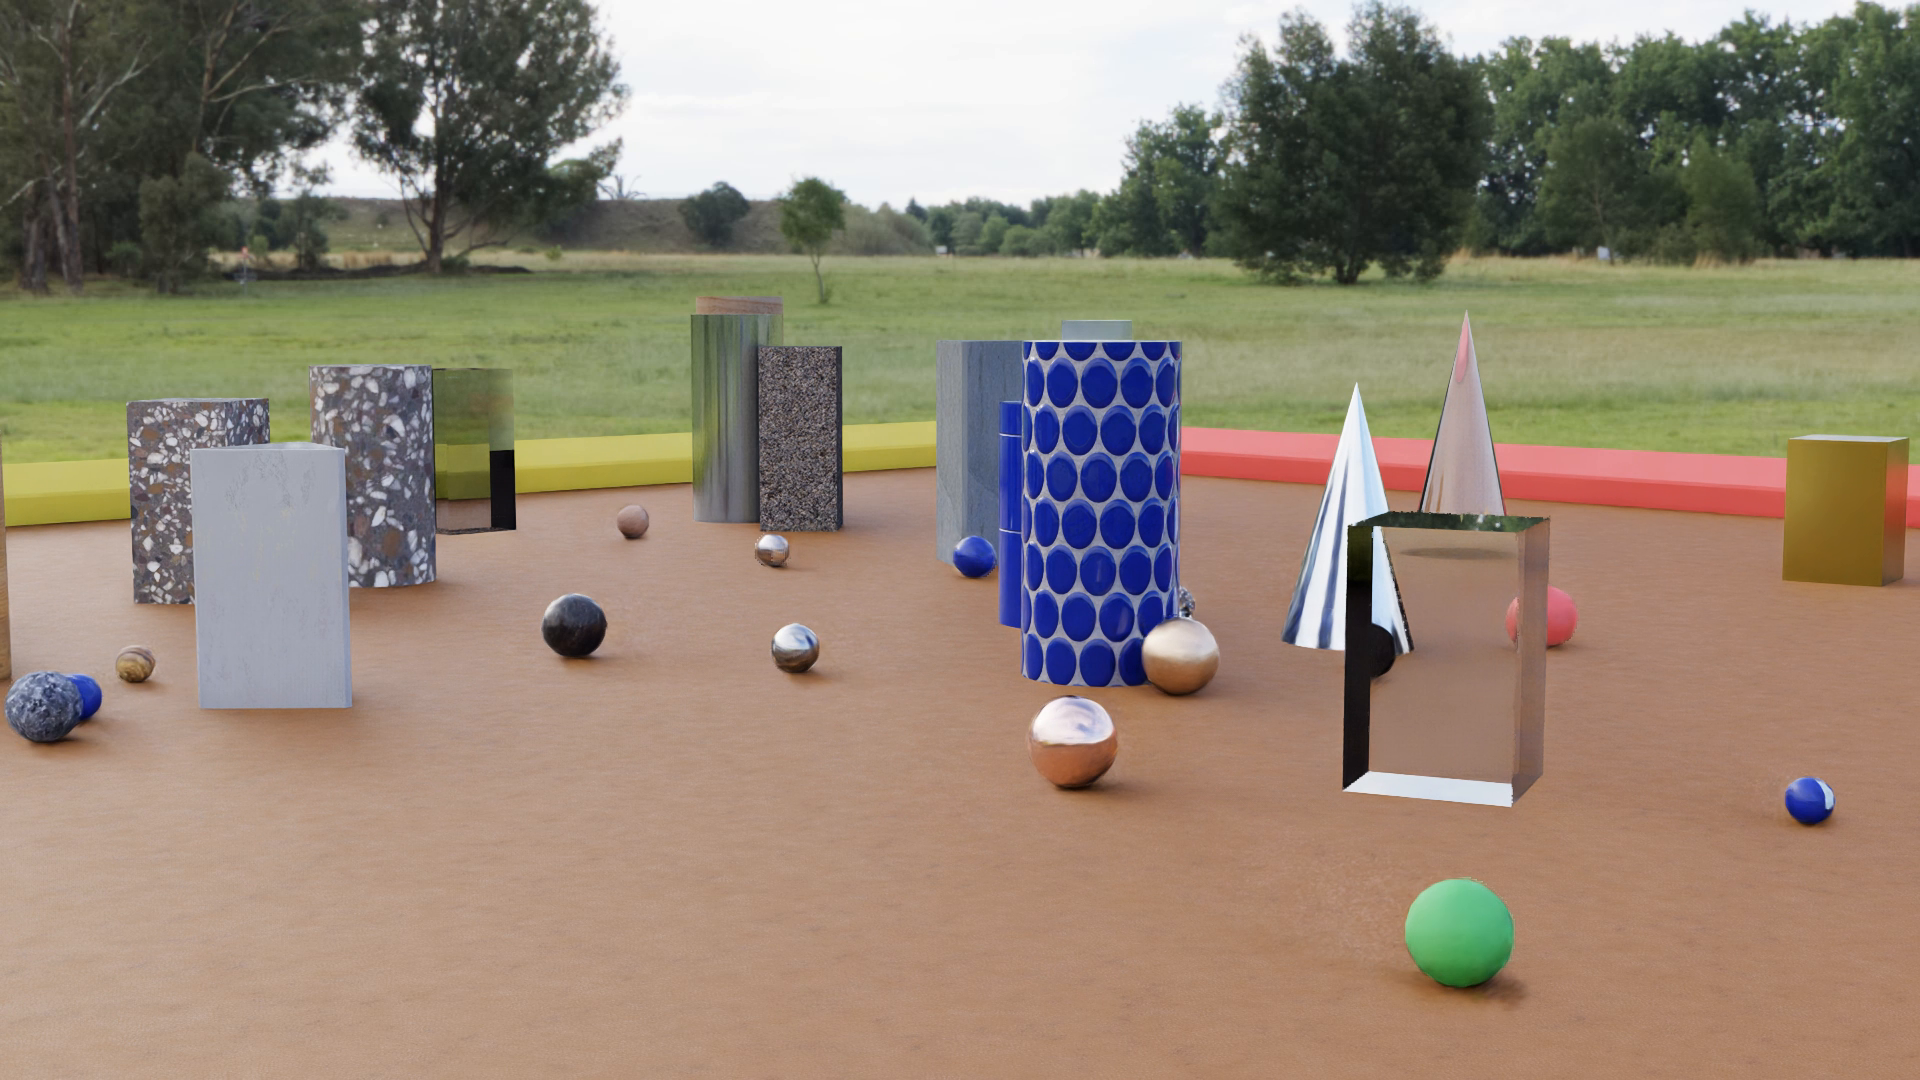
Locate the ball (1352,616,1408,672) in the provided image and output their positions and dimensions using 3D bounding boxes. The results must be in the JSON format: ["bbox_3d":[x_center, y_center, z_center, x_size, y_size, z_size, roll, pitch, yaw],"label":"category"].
[{"bbox_3d":[0.518,0.128,2.709,0.068,0.068,0.068,0,6,0],"label":"ball"}]

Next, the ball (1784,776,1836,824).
[{"bbox_3d":[0.738,0.226,1.909,0.041,0.041,0.041,0,6,0],"label":"ball"}]

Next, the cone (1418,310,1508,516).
[{"bbox_3d":[0.928,-0.202,4.050,0.193,0.445,0.193,0,6,0],"label":"cone"}]

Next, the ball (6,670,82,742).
[{"bbox_3d":[-0.944,0.171,2.268,0.074,0.074,0.074,0,6,0],"label":"ball"}]

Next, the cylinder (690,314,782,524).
[{"bbox_3d":[-0.471,-0.260,4.656,0.193,0.433,0.193,0,6,0],"label":"cylinder"}]

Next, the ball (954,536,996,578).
[{"bbox_3d":[0.024,0.028,3.655,0.070,0.070,0.070,0,6,0],"label":"ball"}]

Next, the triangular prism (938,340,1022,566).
[{"bbox_3d":[0.013,-0.155,3.862,0.145,0.390,0.167,6,8,44],"label":"triangular prism"}]

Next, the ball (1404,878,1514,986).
[{"bbox_3d":[0.330,0.259,1.452,0.070,0.070,0.070,0,6,0],"label":"ball"}]

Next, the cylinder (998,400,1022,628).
[{"bbox_3d":[0.152,-0.039,3.128,0.193,0.313,0.193,0,6,0],"label":"cylinder"}]

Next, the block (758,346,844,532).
[{"bbox_3d":[-0.322,-0.208,4.474,0.155,0.368,0.155,0,6,1],"label":"block"}]

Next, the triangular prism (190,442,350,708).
[{"bbox_3d":[-0.770,0.036,2.521,0.167,0.290,0.145,0,6,-2],"label":"triangular prism"}]

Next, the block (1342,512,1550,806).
[{"bbox_3d":[0.457,0.106,2.063,0.155,0.247,0.155,3,7,25],"label":"block"}]

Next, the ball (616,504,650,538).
[{"bbox_3d":[-0.638,-0.036,4.292,0.064,0.064,0.064,0,6,0],"label":"ball"}]

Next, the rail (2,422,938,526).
[{"bbox_3d":[-1.483,-0.135,4.930,4.465,0.126,0.045,-6,8,-42],"label":"rail"}]

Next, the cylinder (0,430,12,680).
[{"bbox_3d":[-1.248,0.020,2.636,0.193,0.299,0.193,0,6,0],"label":"cylinder"}]

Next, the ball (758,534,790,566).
[{"bbox_3d":[-0.323,0.018,3.813,0.057,0.057,0.057,0,6,0],"label":"ball"}]

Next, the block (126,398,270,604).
[{"bbox_3d":[-1.168,-0.063,3.390,0.155,0.306,0.155,1,6,7],"label":"block"}]

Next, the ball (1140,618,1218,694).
[{"bbox_3d":[0.254,0.134,2.545,0.090,0.090,0.090,0,6,0],"label":"ball"}]

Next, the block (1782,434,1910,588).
[{"bbox_3d":[1.462,-0.051,3.628,0.155,0.233,0.155,4,7,35],"label":"block"}]

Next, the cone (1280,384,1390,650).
[{"bbox_3d":[0.530,-0.038,2.954,0.193,0.347,0.193,0,6,0],"label":"cone"}]

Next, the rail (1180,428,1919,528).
[{"bbox_3d":[1.623,-0.124,4.822,0.045,0.126,4.420,-6,8,-42],"label":"rail"}]

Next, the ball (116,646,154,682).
[{"bbox_3d":[-0.987,0.148,2.631,0.045,0.045,0.045,0,6,0],"label":"ball"}]

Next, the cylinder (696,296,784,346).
[{"bbox_3d":[-0.487,-0.303,4.886,0.193,0.472,0.193,0,6,0],"label":"cylinder"}]

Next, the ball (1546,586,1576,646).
[{"bbox_3d":[0.775,0.101,2.912,0.080,0.080,0.080,0,6,0],"label":"ball"}]

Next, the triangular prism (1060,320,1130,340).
[{"bbox_3d":[0.322,-0.253,4.646,0.167,0.421,0.145,4,7,35],"label":"triangular prism"}]

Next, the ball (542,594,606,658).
[{"bbox_3d":[-0.494,0.110,2.815,0.082,0.082,0.082,0,6,0],"label":"ball"}]

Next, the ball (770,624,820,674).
[{"bbox_3d":[-0.202,0.133,2.696,0.061,0.061,0.061,0,6,0],"label":"ball"}]

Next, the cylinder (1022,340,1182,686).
[{"bbox_3d":[0.171,-0.038,2.675,0.193,0.406,0.193,0,6,0],"label":"cylinder"}]

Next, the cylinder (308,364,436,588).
[{"bbox_3d":[-0.962,-0.109,3.607,0.193,0.353,0.193,0,6,0],"label":"cylinder"}]

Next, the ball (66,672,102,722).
[{"bbox_3d":[-0.957,0.170,2.381,0.053,0.053,0.053,0,6,0],"label":"ball"}]

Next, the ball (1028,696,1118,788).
[{"bbox_3d":[0.105,0.188,2.054,0.085,0.085,0.085,0,6,0],"label":"ball"}]

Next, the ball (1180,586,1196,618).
[{"bbox_3d":[0.301,0.093,3.090,0.059,0.059,0.059,0,6,0],"label":"ball"}]

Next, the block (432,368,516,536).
[{"bbox_3d":[-1.006,-0.182,4.430,0.155,0.325,0.155,-6,8,-44],"label":"block"}]
